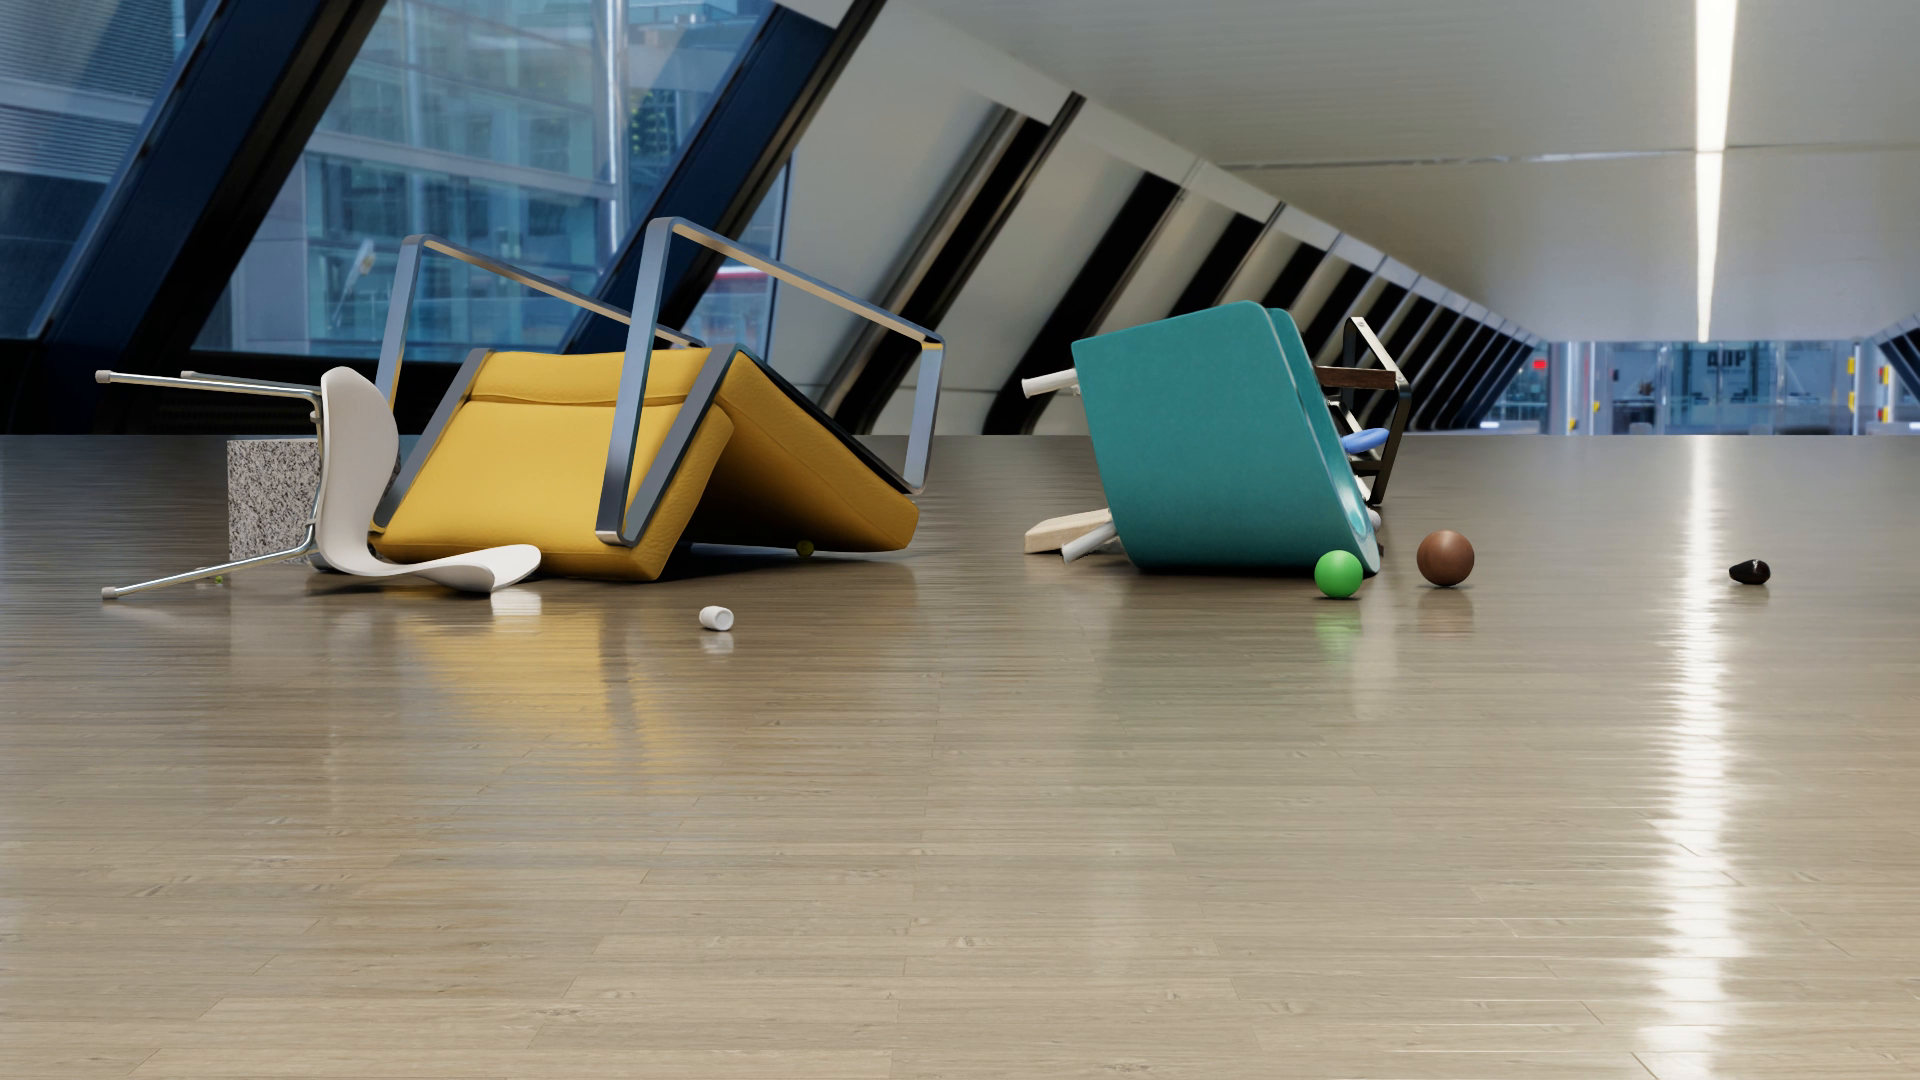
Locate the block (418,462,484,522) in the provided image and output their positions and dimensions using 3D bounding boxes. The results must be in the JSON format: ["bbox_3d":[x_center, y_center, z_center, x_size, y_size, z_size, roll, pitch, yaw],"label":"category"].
[{"bbox_3d":[-1.742,-0.165,7.534,0.157,0.195,0.215,-2,5,-31],"label":"block"}]

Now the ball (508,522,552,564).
[{"bbox_3d":[-1.103,0.007,5.645,0.109,0.109,0.109,0,4,0],"label":"ball"}]

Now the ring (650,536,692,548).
[{"bbox_3d":[-0.816,0.007,6.203,0.130,0.029,0.102,3,-1,-37],"label":"ring"}]

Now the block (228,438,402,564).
[{"bbox_3d":[-1.703,-0.107,5.815,0.311,0.314,0.310,2,4,26],"label":"block"}]

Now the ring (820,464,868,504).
[{"bbox_3d":[-0.456,-0.219,8.670,0.190,0.155,0.128,18,12,-1],"label":"ring"}]

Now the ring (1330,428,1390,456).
[{"bbox_3d":[1.513,-0.371,8.320,0.234,0.055,0.217,-17,8,2],"label":"ring"}]

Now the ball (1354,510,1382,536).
[{"bbox_3d":[1.243,-0.053,6.711,0.082,0.082,0.082,0,4,0],"label":"ball"}]

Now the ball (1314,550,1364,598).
[{"bbox_3d":[0.813,0.074,4.719,0.104,0.104,0.104,0,4,0],"label":"ball"}]
